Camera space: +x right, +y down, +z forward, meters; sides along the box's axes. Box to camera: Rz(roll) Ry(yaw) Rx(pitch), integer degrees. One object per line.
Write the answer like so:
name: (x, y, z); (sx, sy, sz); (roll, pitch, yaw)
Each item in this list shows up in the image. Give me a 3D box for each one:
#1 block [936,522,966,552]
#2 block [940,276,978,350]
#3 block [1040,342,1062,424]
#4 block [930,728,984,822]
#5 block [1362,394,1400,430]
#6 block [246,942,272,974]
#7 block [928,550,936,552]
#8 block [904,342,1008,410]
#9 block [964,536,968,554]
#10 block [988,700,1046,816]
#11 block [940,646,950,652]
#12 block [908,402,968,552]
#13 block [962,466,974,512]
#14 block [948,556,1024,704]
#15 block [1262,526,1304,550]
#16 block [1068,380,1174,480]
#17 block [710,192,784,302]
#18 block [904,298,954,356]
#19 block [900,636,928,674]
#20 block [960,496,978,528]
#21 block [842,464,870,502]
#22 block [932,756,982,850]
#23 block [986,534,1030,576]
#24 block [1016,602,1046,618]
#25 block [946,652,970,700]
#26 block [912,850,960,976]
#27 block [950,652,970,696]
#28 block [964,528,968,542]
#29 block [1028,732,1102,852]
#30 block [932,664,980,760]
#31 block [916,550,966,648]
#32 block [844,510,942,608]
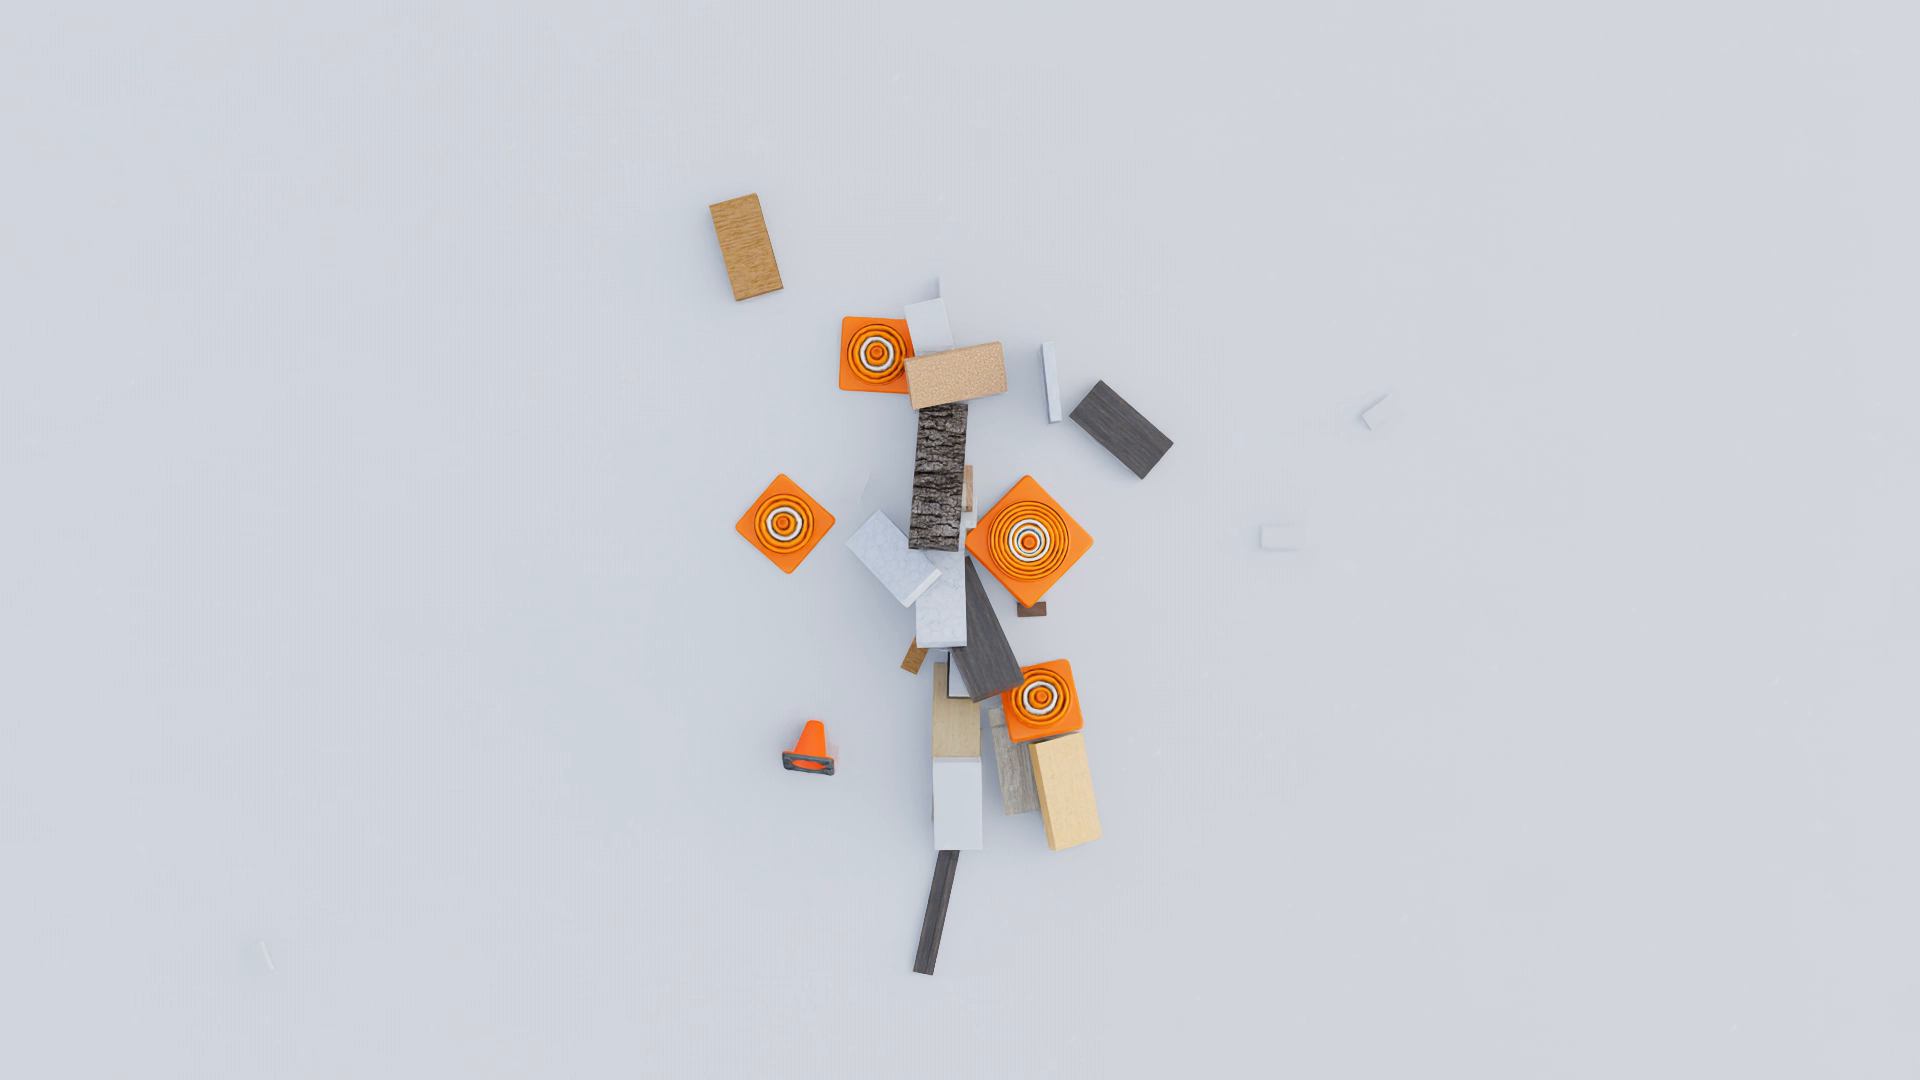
block: (-0.030, -0.001, 5.380); (0.091, 0.182, 0.026); (0, 59, -1)
block: (-0.002, -0.745, 5.482); (0.129, 0.037, 0.258); (0, 90, 0)
block: (0.300, -0.517, 5.435); (0.037, 0.129, 0.258); (-6, 90, 0)
block: (-0.009, 0.780, 5.478); (0.157, 0.044, 0.314); (3, 90, 0)
block: (1.401, -0.424, 5.492); (0.120, 0.017, 0.060); (-35, 90, 0)
block: (-2.333, 1.394, 5.493); (0.049, 0.014, 0.097); (-22, 90, 0)
block: (-0.067, 0.014, 5.480); (0.063, 0.018, 0.127); (18, 93, 14)
block: (-0.013, -0.542, 5.424); (0.323, 0.046, 0.162); (-12, 110, -10)
block: (-0.005, -0.017, 5.491); (0.063, 0.018, 0.127); (4, 90, 0)
block: (0.209, 0.722, 5.475); (0.178, 0.050, 0.355); (-9, 90, 0)
block: (-0.002, 0.256, 5.453); (0.114, 0.032, 0.229); (4, 75, 1)
block: (-0.068, -0.211, 5.358); (0.160, 0.045, 0.528); (4, 63, 0)
block: (-0.003, -0.172, 5.431); (0.091, 0.026, 0.182); (1, 50, 0)
block: (0.036, 0.288, 5.364); (0.178, 0.050, 0.472); (-20, 65, -10)
block: (1.073, -0.007, 5.490); (0.136, 0.019, 0.068); (3, 90, 0)
block: (0.534, -0.365, 5.477); (0.323, 0.046, 0.162); (41, 90, 0)
block: (-0.709, -0.972, 5.477); (0.162, 0.046, 0.323); (-16, 90, 0)
block: (-0.091, -0.656, 5.428); (0.129, 0.037, 0.258); (-12, 111, 4)
block: (-0.146, 0.383, 5.492); (0.060, 0.017, 0.120); (25, 90, 0)
block: (0.009, -0.095, 5.414); (0.091, 0.182, 0.026); (2, 118, 0)
block: (-0.346, -0.189, 5.492); (0.060, 0.017, 0.120); (21, 90, 0)
block: (-0.007, 0.865, 5.410); (0.157, 0.044, 0.314); (-1, 107, 1)
block: (0.158, 0.048, 5.490); (0.136, 0.019, 0.068); (43, 90, 0)
block: (0.239, 0.231, 5.493); (0.097, 0.014, 0.049); (-3, 90, 0)
block: (0.016, 0.410, 5.439); (0.114, 0.032, 0.229); (1, 66, 0)
block: (-0.076, 1.224, 5.490); (0.068, 0.019, 0.444); (12, 90, 0)
block: (0.025, 0.395, 5.381); (0.114, 0.032, 0.229); (1, 75, 1)
block: (-0.003, -0.058, 5.458); (0.063, 0.018, 0.127); (7, 58, 2)
block: (0.348, 0.826, 5.437); (0.178, 0.050, 0.356); (-11, 91, -25)
block: (-0.012, 0.568, 5.444); (0.157, 0.044, 0.314); (1, 77, 0)
block: (-0.062, 0.190, 5.358); (0.160, 0.045, 0.320); (-2, 64, 1)
block: (-0.220, 0.059, 5.398); (0.160, 0.045, 0.320); (-45, 59, 0)
